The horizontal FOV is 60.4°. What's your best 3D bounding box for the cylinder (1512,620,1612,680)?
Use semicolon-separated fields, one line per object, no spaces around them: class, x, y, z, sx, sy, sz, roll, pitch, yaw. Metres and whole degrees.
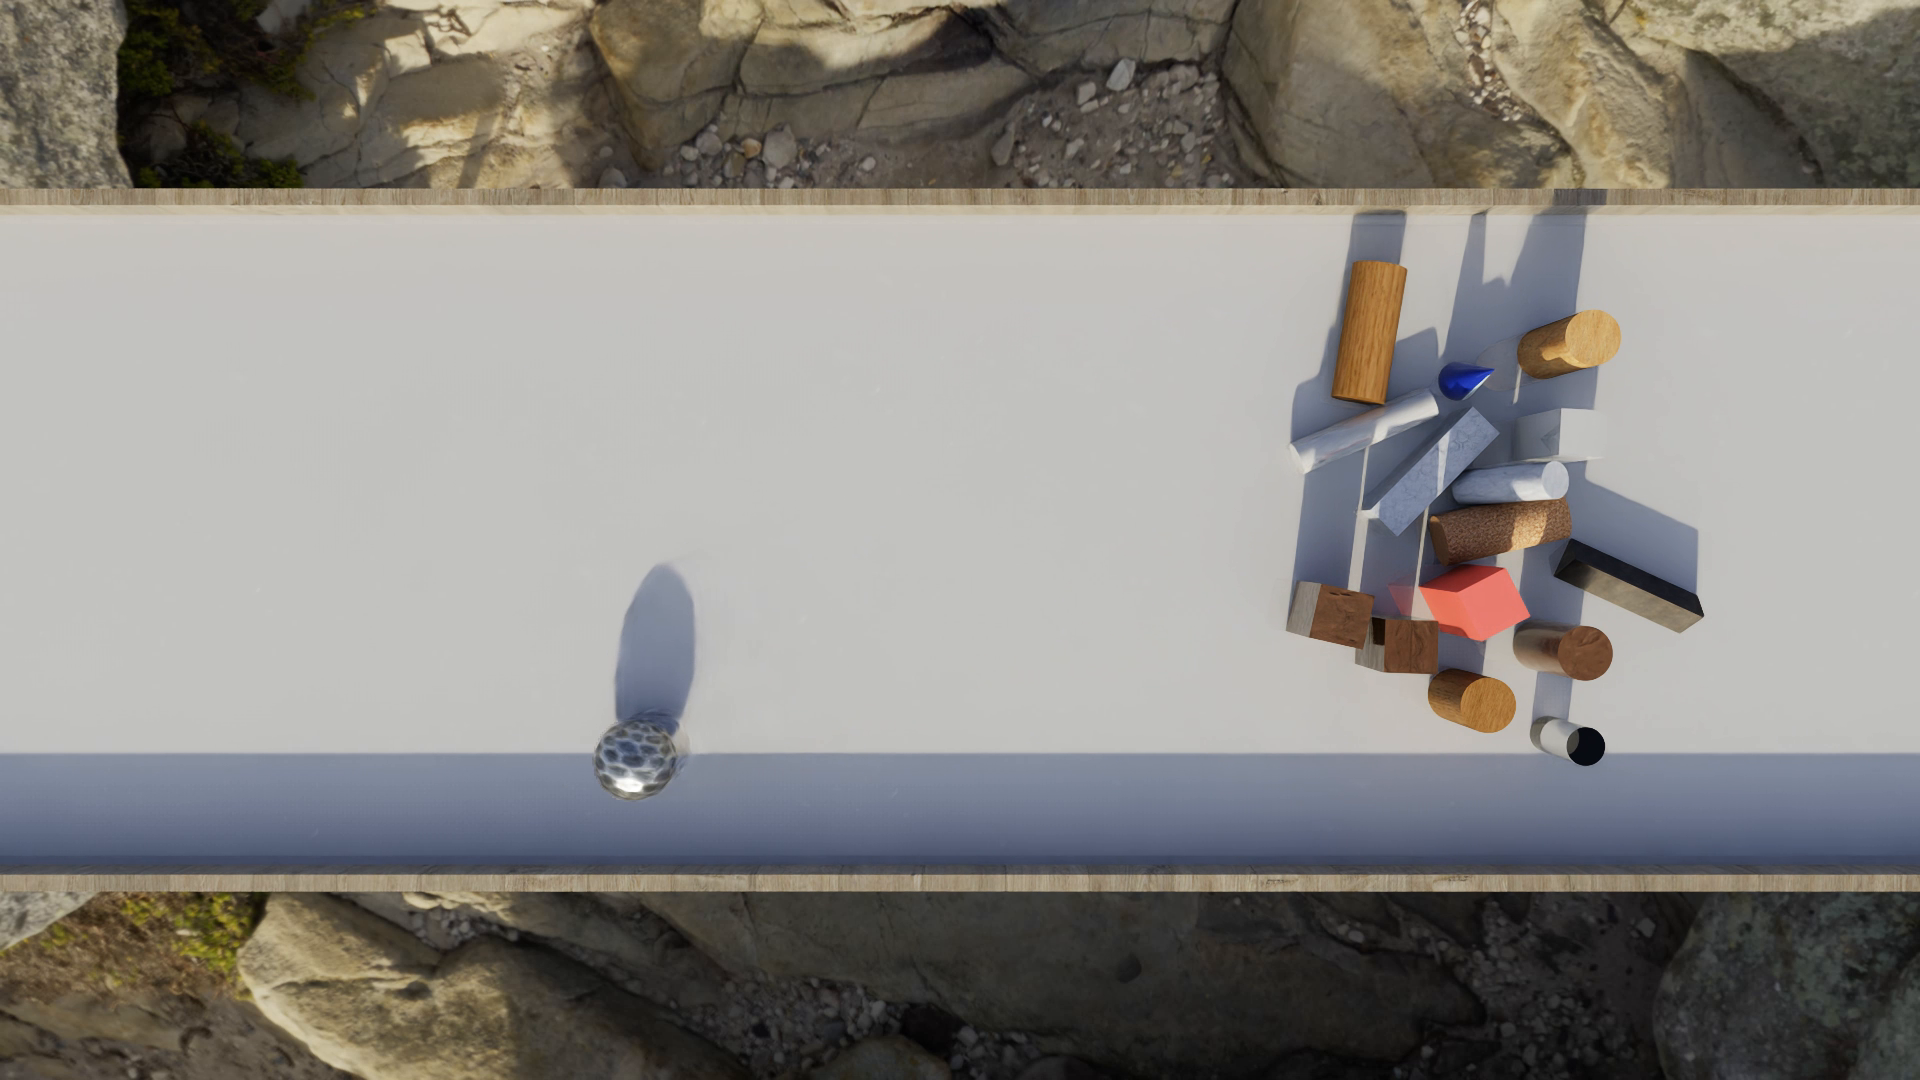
cylinder;1.779;0.323;4.884;0.157;0.385;0.157;0;90;0

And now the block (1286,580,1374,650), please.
block;1.097;0.220;4.906;0.159;0.340;0.159;13;90;0

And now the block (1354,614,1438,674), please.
block;1.295;0.306;4.904;0.153;0.345;0.153;2;90;0

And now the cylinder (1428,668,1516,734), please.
cylinder;1.519;0.476;4.909;0.160;0.334;0.160;0;90;0

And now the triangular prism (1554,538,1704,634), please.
triangular prism;2.046;0.142;5.018;0.425;0.110;0.127;24;90;0

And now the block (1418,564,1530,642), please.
block;1.517;0.180;4.882;0.155;0.385;0.155;-27;91;0

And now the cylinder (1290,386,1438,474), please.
cylinder;1.230;-0.334;5.026;0.443;0.100;0.100;-23;90;0

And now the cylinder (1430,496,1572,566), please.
cylinder;1.636;-0.039;4.998;0.377;0.157;0.157;-13;90;0

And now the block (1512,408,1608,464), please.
block;1.771;-0.304;4.880;0.133;0.392;0.133;3;90;0

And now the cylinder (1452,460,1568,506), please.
cylinder;1.629;-0.166;4.896;0.110;0.352;0.110;1;87;-28

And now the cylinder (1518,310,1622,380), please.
cylinder;1.794;-0.574;4.874;0.159;0.404;0.159;0;90;0

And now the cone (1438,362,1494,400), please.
cone;1.533;-0.489;4.901;0.122;0.352;0.122;0;90;0

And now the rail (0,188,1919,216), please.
rail;-2.247;-1.025;5.002;12.000;0.150;0.050;0;90;0

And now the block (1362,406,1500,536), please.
block;1.430;-0.206;5.019;0.115;0.115;0.438;45;90;0

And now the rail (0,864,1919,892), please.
rail;-2.247;1.025;5.001;12.000;0.150;0.050;0;90;0

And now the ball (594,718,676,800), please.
ball;-0.974;0.660;4.955;0.244;0.244;0.244;0;90;0

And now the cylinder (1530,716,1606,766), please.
cylinder;1.810;0.597;4.923;0.113;0.308;0.113;0;90;0

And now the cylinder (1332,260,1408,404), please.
cylinder;1.239;-0.626;4.996;0.163;0.163;0.408;10;90;0
